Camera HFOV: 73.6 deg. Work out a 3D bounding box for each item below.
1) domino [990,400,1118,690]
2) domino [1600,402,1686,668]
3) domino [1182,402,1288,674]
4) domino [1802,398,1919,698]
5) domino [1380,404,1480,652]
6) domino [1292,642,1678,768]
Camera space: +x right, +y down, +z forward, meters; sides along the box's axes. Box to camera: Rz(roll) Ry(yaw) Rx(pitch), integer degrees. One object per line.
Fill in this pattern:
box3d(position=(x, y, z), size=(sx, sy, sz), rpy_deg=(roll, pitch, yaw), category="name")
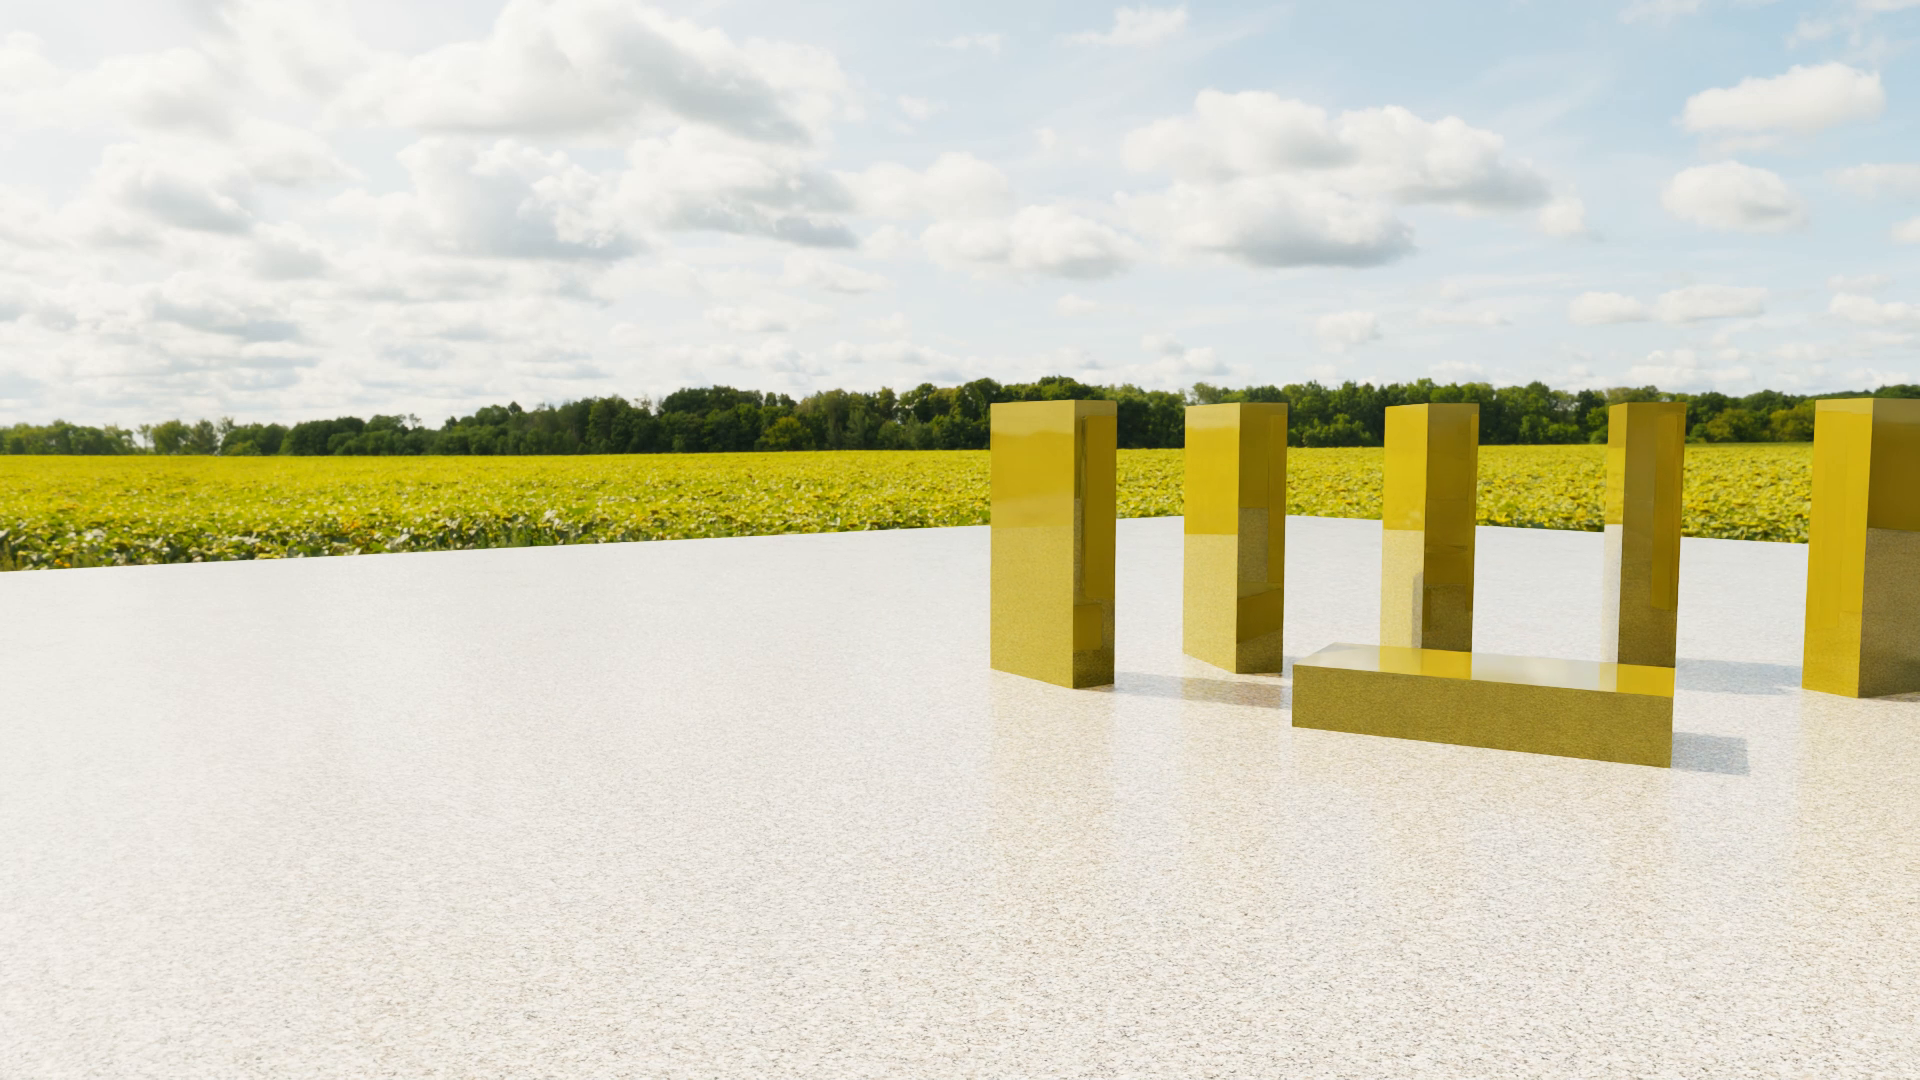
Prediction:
box3d(position=(0.017, 0.000, 0.234), size=(0.010, 0.050, 0.025), rpy_deg=(-3, 5, -33), category="domino")
box3d(position=(0.130, -0.001, 0.246), size=(0.009, 0.050, 0.025), rpy_deg=(2, 5, 20), category="domino")
box3d(position=(0.053, -0.001, 0.249), size=(0.009, 0.050, 0.025), rpy_deg=(-1, 4, -13), category="domino")
box3d(position=(0.160, 0.001, 0.222), size=(0.025, 0.050, 0.010), rpy_deg=(-2, 5, -22), category="domino")
box3d(position=(0.092, -0.001, 0.252), size=(0.009, 0.050, 0.025), rpy_deg=(0, 4, 1), category="domino")
box3d(position=(0.078, 0.024, 0.191), size=(0.050, 0.009, 0.025), rpy_deg=(2, 5, 30), category="domino")
